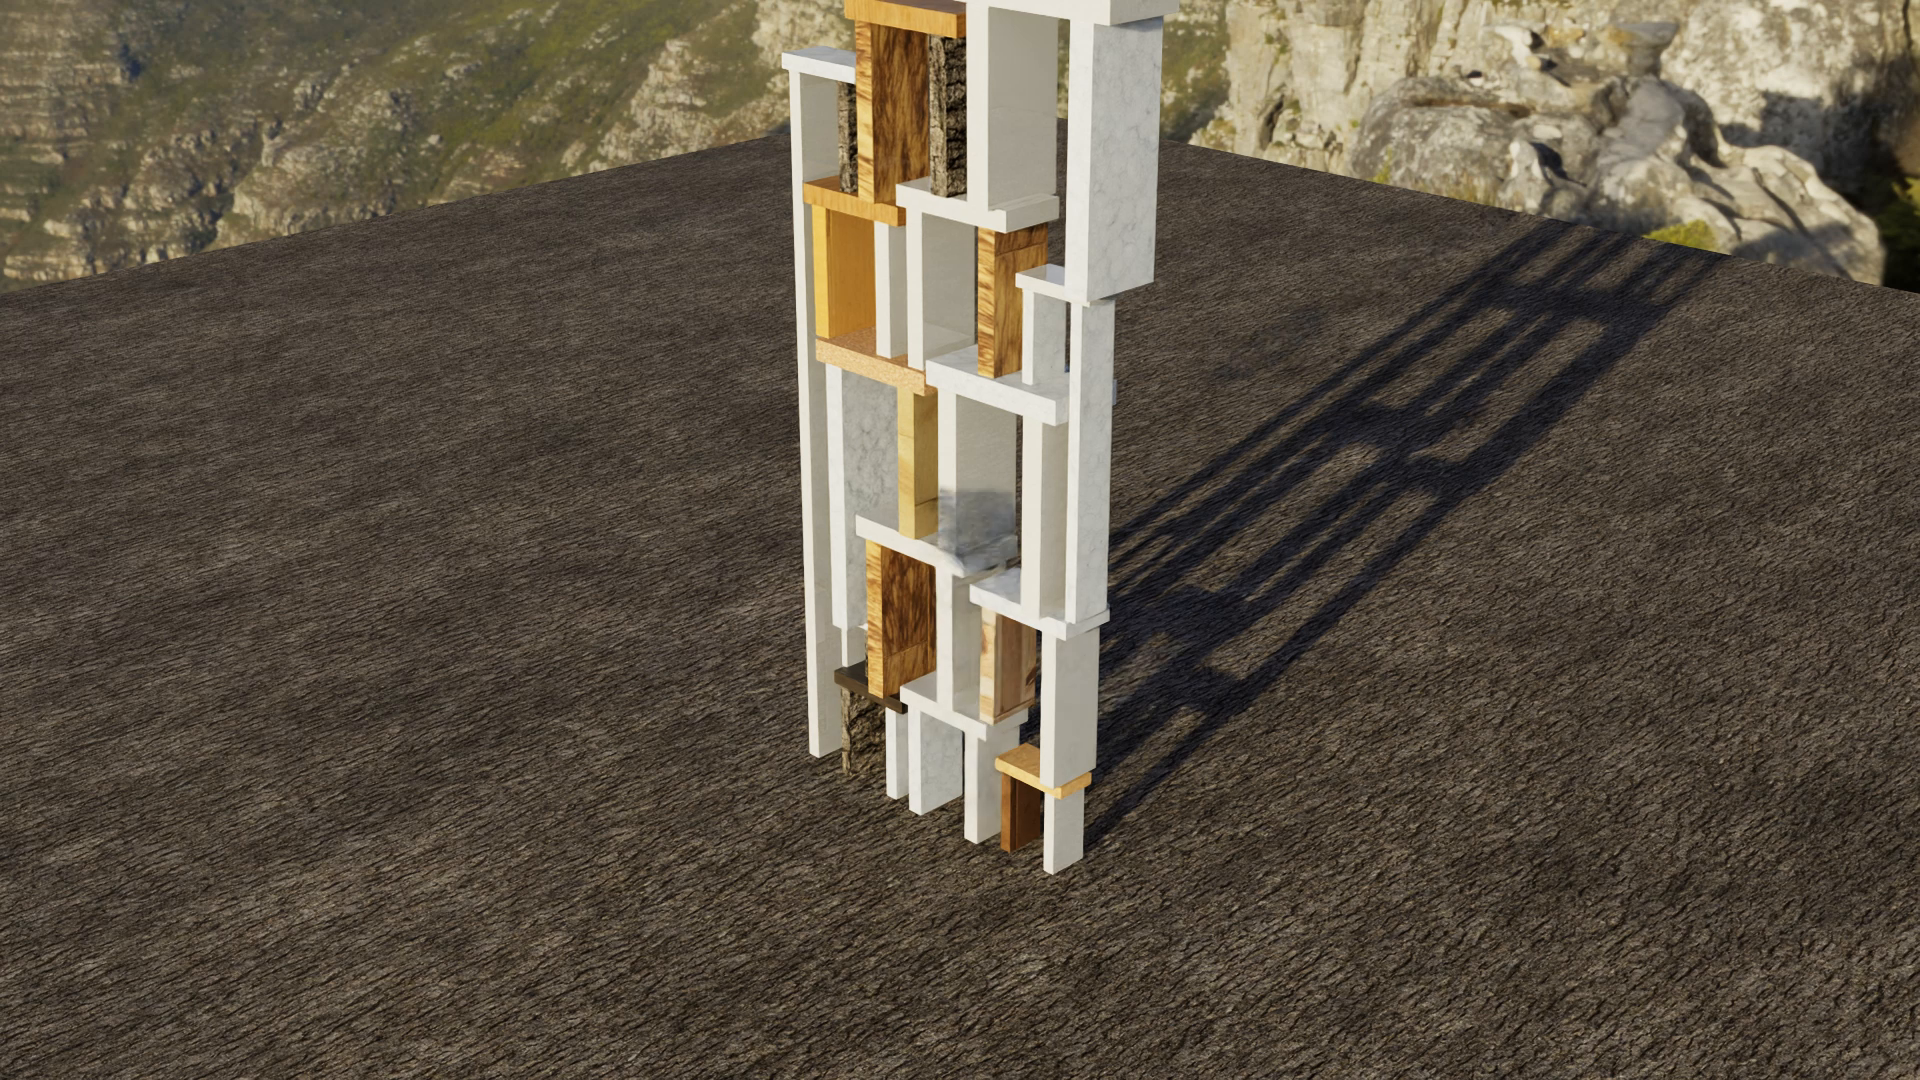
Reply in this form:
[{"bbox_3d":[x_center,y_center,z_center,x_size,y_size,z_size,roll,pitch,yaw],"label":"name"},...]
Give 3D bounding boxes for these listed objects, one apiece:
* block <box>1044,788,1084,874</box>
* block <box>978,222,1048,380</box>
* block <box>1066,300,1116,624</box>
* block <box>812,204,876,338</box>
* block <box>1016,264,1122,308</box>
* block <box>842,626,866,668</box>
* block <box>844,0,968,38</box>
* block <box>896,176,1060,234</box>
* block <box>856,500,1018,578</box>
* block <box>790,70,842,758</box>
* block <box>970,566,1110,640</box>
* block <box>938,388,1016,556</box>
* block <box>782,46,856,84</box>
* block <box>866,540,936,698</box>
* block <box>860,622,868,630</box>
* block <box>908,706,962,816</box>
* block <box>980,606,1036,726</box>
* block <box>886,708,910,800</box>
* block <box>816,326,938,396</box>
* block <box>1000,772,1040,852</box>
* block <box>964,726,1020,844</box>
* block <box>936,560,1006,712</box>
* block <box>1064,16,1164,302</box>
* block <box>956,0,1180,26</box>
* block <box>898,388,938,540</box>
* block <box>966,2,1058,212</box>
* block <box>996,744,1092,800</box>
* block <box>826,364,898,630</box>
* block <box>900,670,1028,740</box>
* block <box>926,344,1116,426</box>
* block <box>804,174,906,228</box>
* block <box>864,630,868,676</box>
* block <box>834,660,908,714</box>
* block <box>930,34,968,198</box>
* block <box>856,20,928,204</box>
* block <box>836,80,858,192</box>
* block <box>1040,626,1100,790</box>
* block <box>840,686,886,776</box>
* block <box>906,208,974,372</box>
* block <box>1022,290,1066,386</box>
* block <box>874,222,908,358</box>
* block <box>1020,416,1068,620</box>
[{"bbox_3d":[0.201,0.551,4.242,0.024,0.172,0.086,21,31,41],"label":"block"},{"bbox_3d":[0.095,-0.438,3.935,0.137,0.274,0.039,-21,31,-41],"label":"block"},{"bbox_3d":[0.230,-0.139,3.911,0.024,0.602,0.086,21,31,40],"label":"block"},{"bbox_3d":[-0.221,-0.530,4.242,0.037,0.258,0.129,21,31,40],"label":"block"},{"bbox_3d":[0.189,-0.444,3.825,0.173,0.024,0.086,22,31,40],"label":"block"},{"bbox_3d":[-0.220,0.205,4.549,0.015,0.106,0.053,21,31,41],"label":"block"},{"bbox_3d":[-0.056,-0.932,3.876,0.141,0.040,0.283,-22,31,-40],"label":"block"},{"bbox_3d":[0.030,-0.606,3.932,0.274,0.039,0.137,21,31,40],"label":"block"},{"bbox_3d":[-0.047,-0.009,4.274,0.296,0.042,0.148,21,31,41],"label":"block"},{"bbox_3d":[-0.274,-0.224,4.430,0.029,1.452,0.103,21,31,41],"label":"block"},{"bbox_3d":[0.149,0.118,4.120,0.243,0.034,0.122,21,31,40],"label":"block"},{"bbox_3d":[0.033,-0.146,4.130,0.046,0.323,0.162,21,31,40],"label":"block"},{"bbox_3d":[-0.227,-0.886,4.095,0.103,0.029,0.205,-20,30,-39],"label":"block"},{"bbox_3d":[-0.117,0.138,4.413,0.042,0.337,0.148,21,31,41],"label":"block"},{"bbox_3d":[-0.195,0.159,4.503,0.106,0.015,0.053,21,31,40],"label":"block"},{"bbox_3d":[-0.049,0.426,4.451,0.034,0.239,0.119,21,31,41],"label":"block"},{"bbox_3d":[0.094,0.222,4.228,0.034,0.243,0.121,21,31,38],"label":"block"},{"bbox_3d":[-0.104,0.421,4.509,0.029,0.203,0.101,21,31,41],"label":"block"},{"bbox_3d":[-0.120,-0.348,4.198,0.299,0.042,0.149,21,31,40],"label":"block"},{"bbox_3d":[0.120,0.519,4.316,0.024,0.172,0.086,21,31,41],"label":"block"},{"bbox_3d":[0.063,0.470,4.347,0.034,0.238,0.119,21,31,41],"label":"block"},{"bbox_3d":[0.023,0.173,4.276,0.042,0.296,0.148,21,31,41],"label":"block"},{"bbox_3d":[0.256,-0.641,3.668,0.049,0.463,0.174,21,31,40],"label":"block"},{"bbox_3d":[0.173,-0.909,3.642,0.348,0.049,0.174,21,31,40],"label":"block"},{"bbox_3d":[-0.049,-0.163,4.201,0.042,0.299,0.149,21,31,41],"label":"block"},{"bbox_3d":[0.091,-0.758,3.795,0.049,0.348,0.174,21,31,40],"label":"block"},{"bbox_3d":[0.160,0.445,4.241,0.172,0.024,0.086,21,31,41],"label":"block"},{"bbox_3d":[-0.190,-0.099,4.381,0.042,0.557,0.149,21,31,40],"label":"block"},{"bbox_3d":[0.007,0.323,4.346,0.238,0.034,0.119,21,31,41],"label":"block"},{"bbox_3d":[0.109,-0.286,3.987,0.162,0.046,0.323,-21,31,-41],"label":"block"},{"bbox_3d":[-0.160,-0.641,4.128,0.258,0.037,0.129,21,31,40],"label":"block"},{"bbox_3d":[-0.170,0.225,4.503,0.015,0.106,0.053,21,31,41],"label":"block"},{"bbox_3d":[-0.152,0.296,4.508,0.203,0.029,0.101,21,31,41],"label":"block"},{"bbox_3d":[0.011,-0.757,3.878,0.040,0.283,0.141,21,31,40],"label":"block"},{"bbox_3d":[-0.122,-0.789,4.010,0.040,0.328,0.141,21,31,40],"label":"block"},{"bbox_3d":[-0.179,-0.758,4.094,0.029,0.205,0.103,21,31,40],"label":"block"},{"bbox_3d":[0.206,0.303,4.136,0.034,0.319,0.121,21,31,41],"label":"block"},{"bbox_3d":[-0.200,0.384,4.597,0.029,0.203,0.101,21,31,41],"label":"block"},{"bbox_3d":[-0.035,-0.475,4.059,0.039,0.301,0.137,21,31,40],"label":"block"},{"bbox_3d":[0.150,-0.369,3.902,0.024,0.173,0.086,21,31,40],"label":"block"},{"bbox_3d":[-0.099,-0.482,4.130,0.037,0.258,0.129,21,31,40],"label":"block"},{"bbox_3d":[0.185,-0.059,4.001,0.046,0.384,0.162,21,31,41],"label":"block"}]
